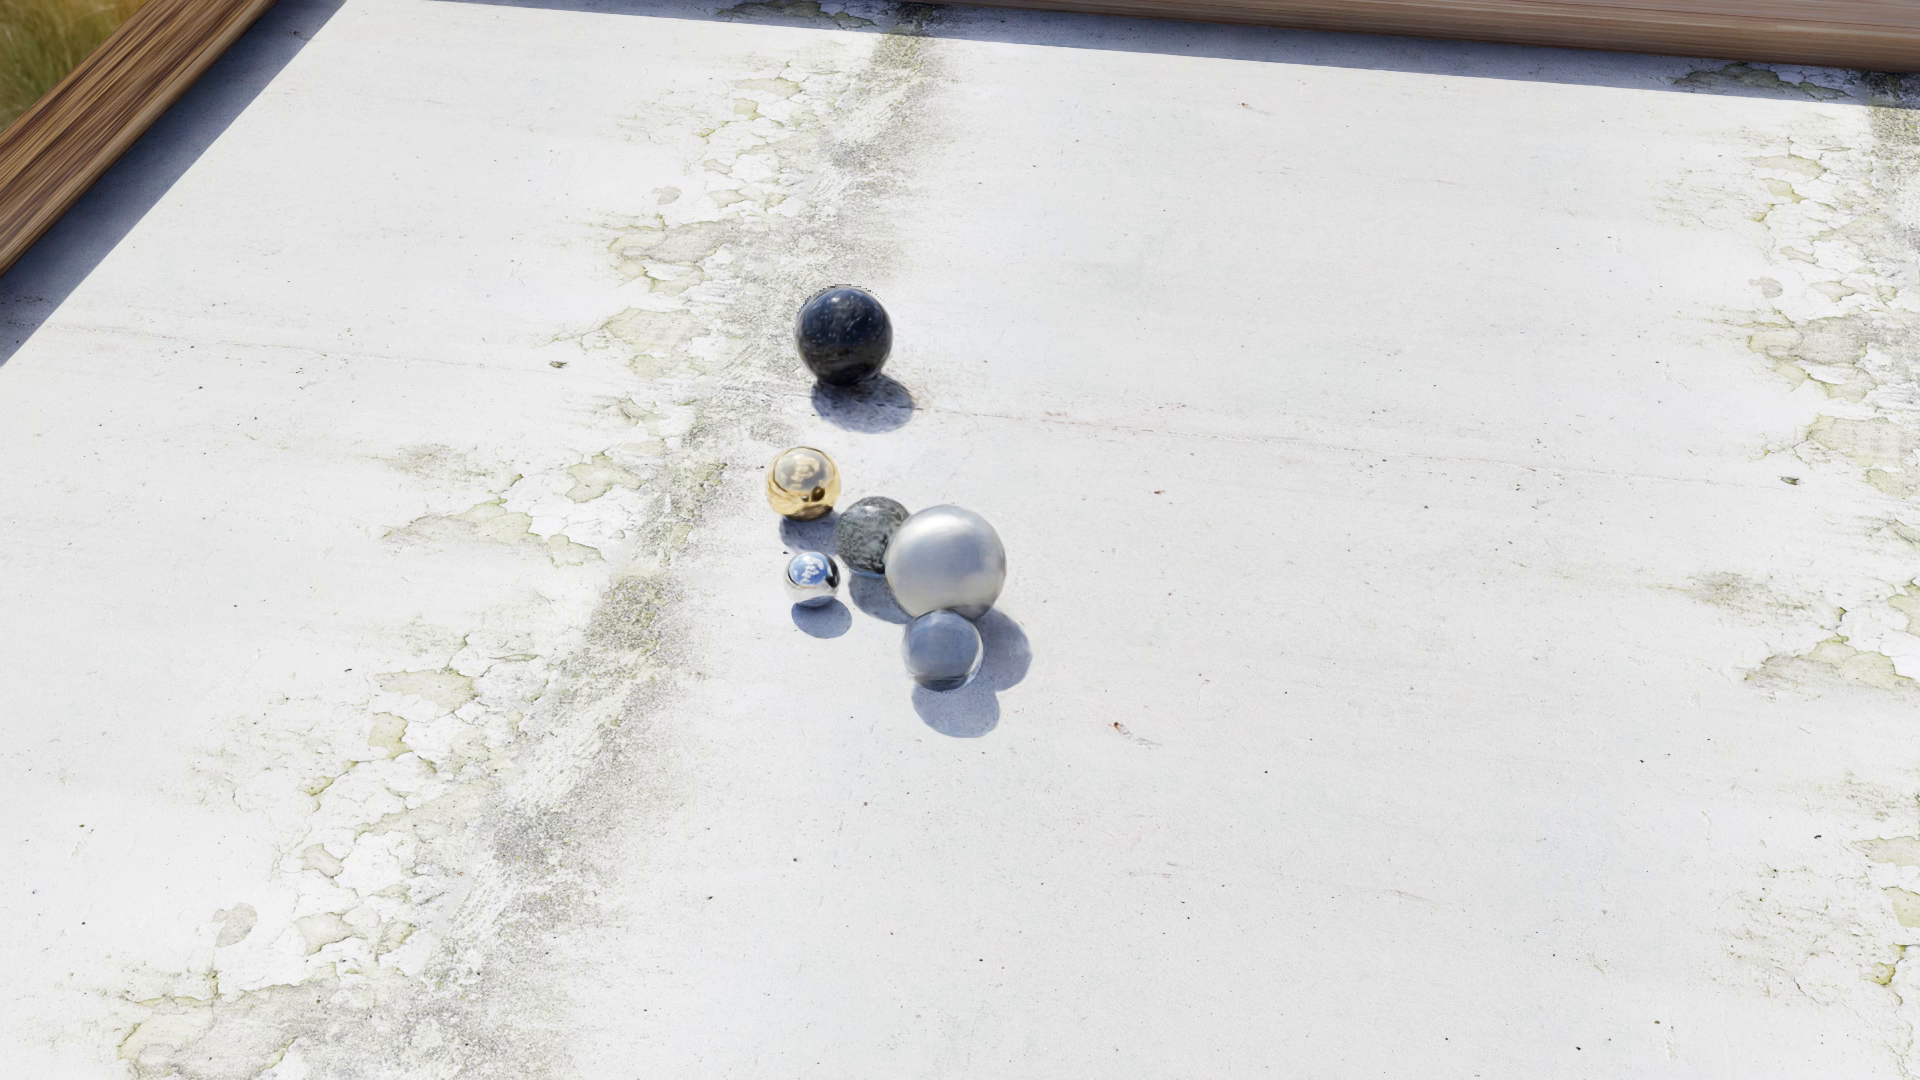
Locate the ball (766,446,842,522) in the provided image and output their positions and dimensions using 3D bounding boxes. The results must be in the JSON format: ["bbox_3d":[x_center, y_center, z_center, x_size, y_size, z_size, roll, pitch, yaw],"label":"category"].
[{"bbox_3d":[-0.118,-0.042,1.946,0.057,0.057,0.057,0,35,0],"label":"ball"}]

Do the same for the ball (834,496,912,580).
[{"bbox_3d":[-0.061,-0.002,1.883,0.061,0.061,0.061,0,35,0],"label":"ball"}]

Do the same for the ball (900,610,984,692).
[{"bbox_3d":[-0.013,0.077,1.774,0.058,0.058,0.058,0,35,0],"label":"ball"}]

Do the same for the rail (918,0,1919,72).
[{"bbox_3d":[1.081,-0.501,2.556,3.665,0.114,0.045,6,35,8],"label":"rail"}]

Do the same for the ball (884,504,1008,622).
[{"bbox_3d":[-0.010,0.019,1.831,0.088,0.088,0.088,0,35,0],"label":"ball"}]

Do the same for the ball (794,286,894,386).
[{"bbox_3d":[-0.095,-0.167,2.103,0.082,0.082,0.082,0,35,0],"label":"ball"}]

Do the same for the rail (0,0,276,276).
[{"bbox_3d":[-0.879,-0.112,1.995,0.045,0.114,2.082,6,35,8],"label":"rail"}]

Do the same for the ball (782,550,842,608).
[{"bbox_3d":[-0.107,0.028,1.857,0.042,0.042,0.042,0,35,0],"label":"ball"}]
